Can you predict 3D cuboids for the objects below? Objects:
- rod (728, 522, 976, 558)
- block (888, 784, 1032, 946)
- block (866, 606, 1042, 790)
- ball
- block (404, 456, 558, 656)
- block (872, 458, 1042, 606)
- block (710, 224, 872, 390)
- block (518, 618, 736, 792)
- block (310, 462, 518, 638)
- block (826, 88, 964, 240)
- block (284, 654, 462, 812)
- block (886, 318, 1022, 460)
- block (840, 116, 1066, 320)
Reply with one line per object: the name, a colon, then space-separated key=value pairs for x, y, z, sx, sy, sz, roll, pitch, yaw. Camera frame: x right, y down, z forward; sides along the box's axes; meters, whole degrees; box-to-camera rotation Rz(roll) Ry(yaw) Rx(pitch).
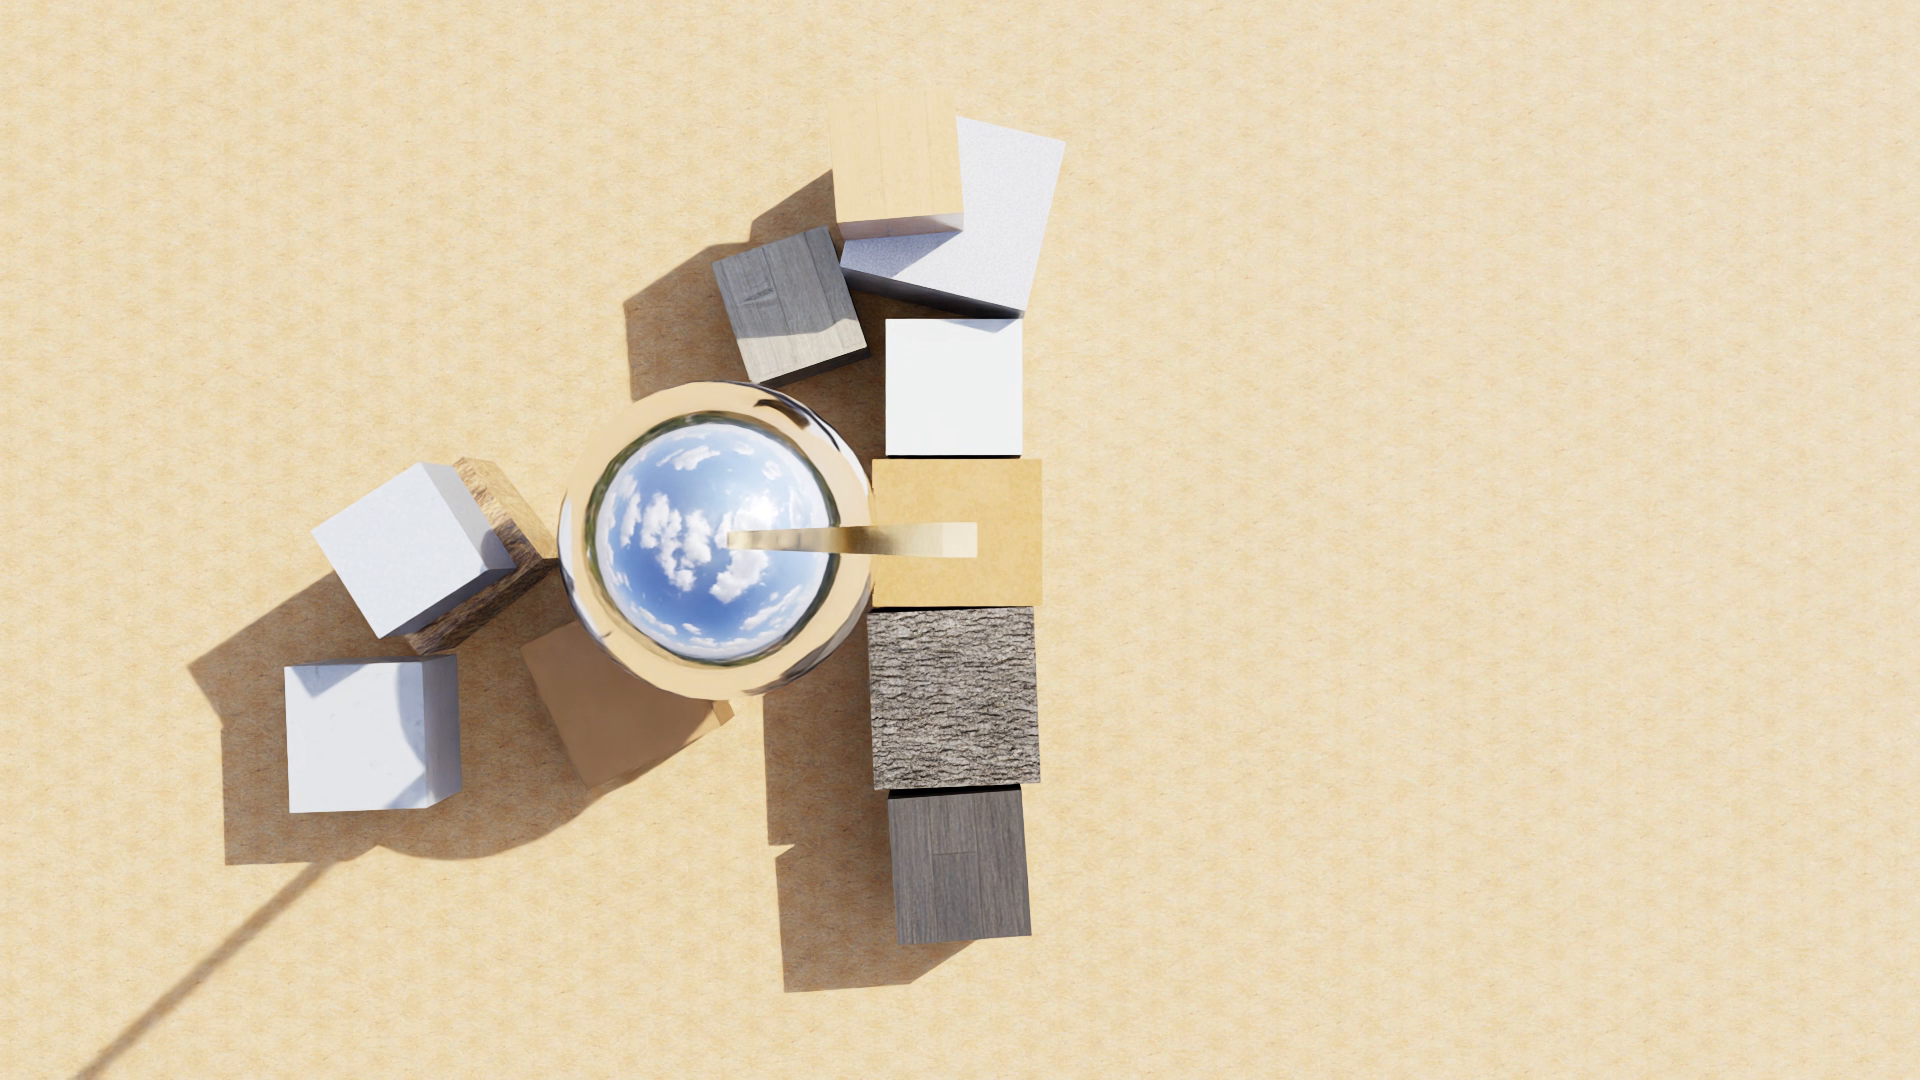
rod: x=-0.518 y=0.000 z=7.621 sx=0.080 sy=5.200 sz=0.080 roll=0 pitch=90 yaw=-12
block: x=-0.002 y=1.800 z=12.540 sx=0.740 sy=0.921 sz=0.802 roll=-4 pitch=90 yaw=0
block: x=-0.033 y=0.873 z=12.563 sx=0.921 sy=0.875 sz=0.973 roll=-2 pitch=90 yaw=0
ball: x=-1.196 y=0.000 z=10.952 sx=1.600 sy=1.600 sz=1.600 roll=0 pitch=90 yaw=0
block: x=-2.867 y=0.088 z=12.578 sx=0.867 sy=0.845 sz=0.718 roll=-38 pitch=90 yaw=0
block: x=-0.015 y=-0.040 z=12.566 sx=0.937 sy=0.868 sz=0.811 roll=0 pitch=90 yaw=0
block: x=-0.958 y=-1.318 z=12.660 sx=0.682 sy=0.681 sz=0.721 roll=-18 pitch=90 yaw=0
block: x=-1.894 y=0.817 z=12.612 sx=0.828 sy=0.775 sz=0.889 roll=-26 pitch=90 yaw=0
block: x=-2.907 y=0.053 z=11.777 sx=0.671 sy=0.756 sz=0.664 roll=-32 pitch=90 yaw=0
block: x=-0.332 y=-1.972 z=11.612 sx=0.654 sy=0.686 sz=0.639 roll=-5 pitch=90 yaw=0
block: x=-3.339 y=1.091 z=12.576 sx=0.760 sy=0.847 sz=0.806 roll=-2 pitch=90 yaw=0
block: x=-0.033 y=-0.847 z=12.584 sx=0.753 sy=0.831 sz=0.751 roll=0 pitch=90 yaw=0
block: x=-0.039 y=-1.827 z=12.478 sx=1.042 sy=1.045 sz=0.945 roll=13 pitch=90 yaw=0
